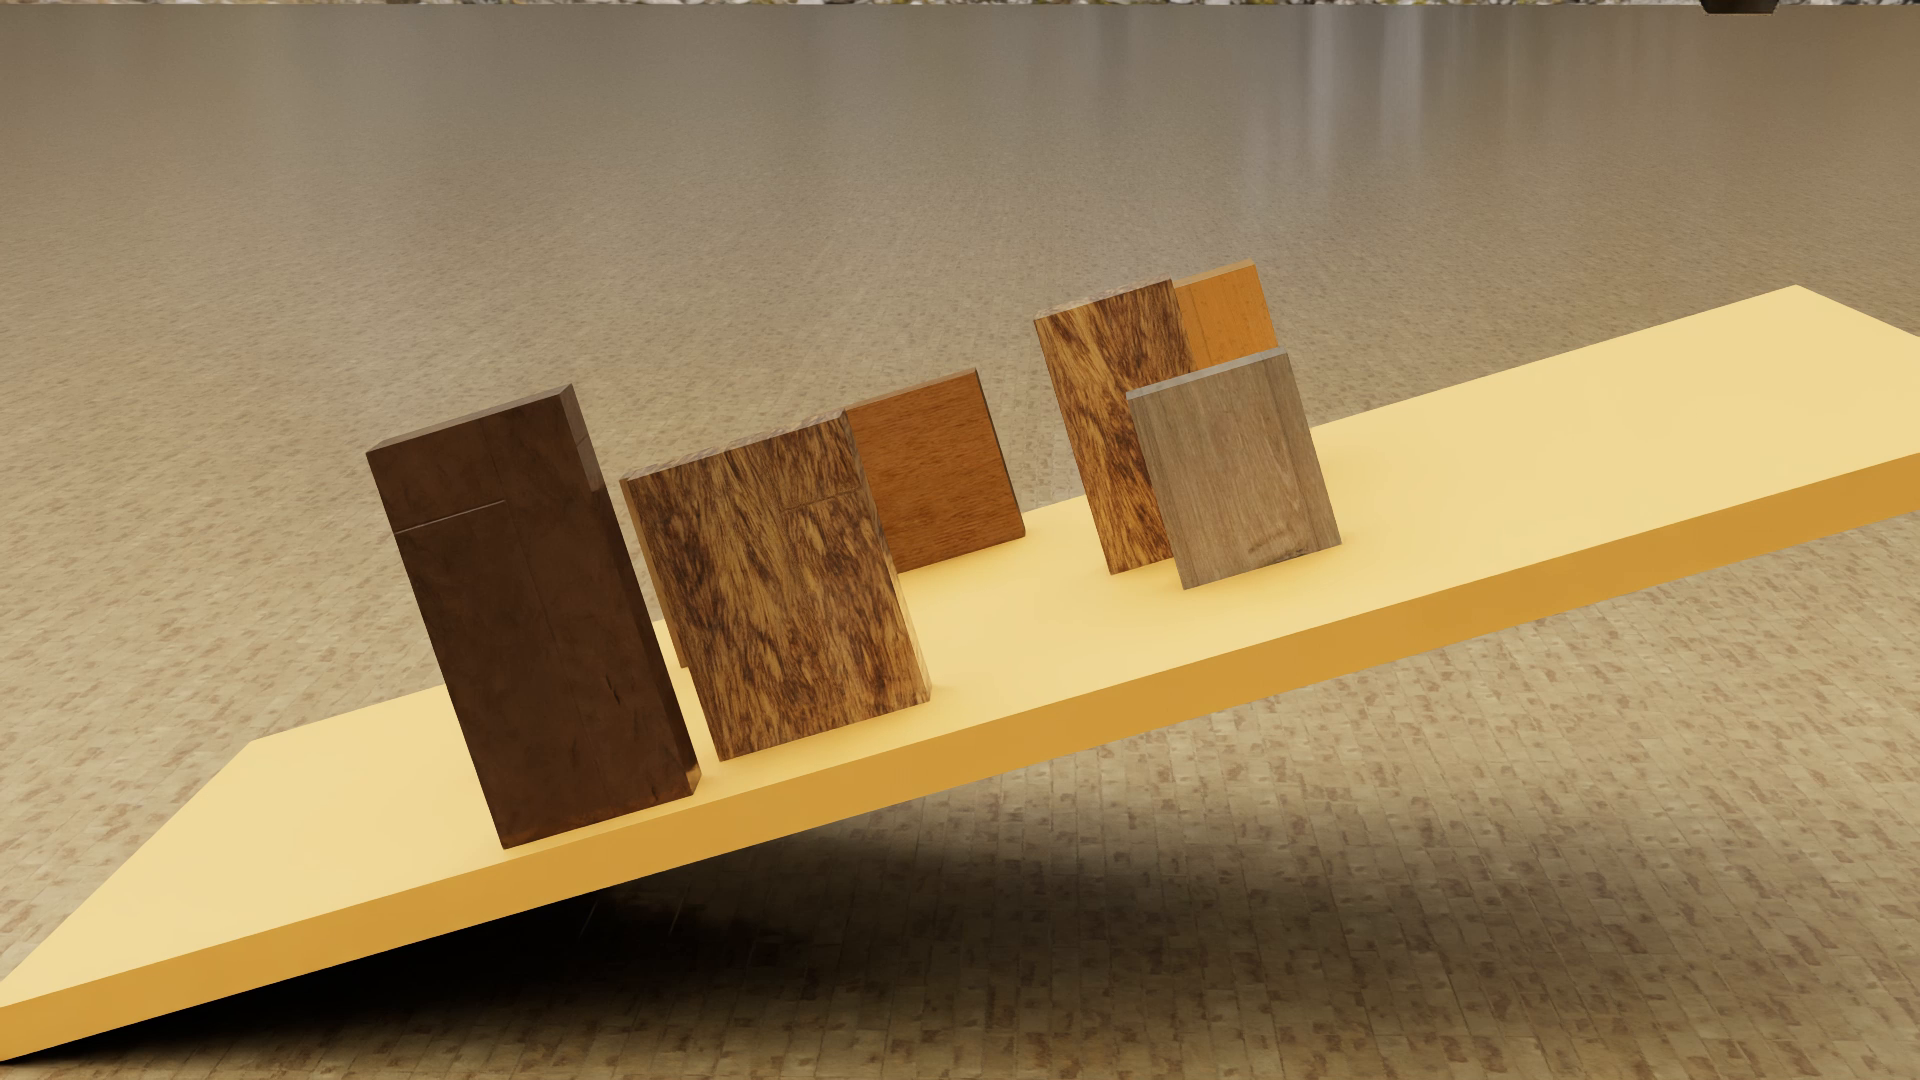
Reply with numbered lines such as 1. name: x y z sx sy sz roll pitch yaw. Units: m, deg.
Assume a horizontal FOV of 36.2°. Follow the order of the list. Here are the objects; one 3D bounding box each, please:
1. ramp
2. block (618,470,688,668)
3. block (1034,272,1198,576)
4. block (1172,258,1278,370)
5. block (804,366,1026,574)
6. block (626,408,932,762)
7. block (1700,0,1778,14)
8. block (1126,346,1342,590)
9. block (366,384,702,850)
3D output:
1. ramp: 0.095 0.185 6.316 4.000 0.100 2.000 -16 10 5
2. block: -0.510 0.015 6.664 0.394 0.453 0.089 -16 10 5
3. block: 0.382 -0.248 6.251 0.300 0.568 0.147 -16 10 5
4. block: 0.609 -0.363 6.712 0.264 0.491 0.146 -16 10 5
5. block: -0.107 -0.150 6.999 0.426 0.410 0.094 -16 10 5
6. block: -0.342 0.086 5.653 0.423 0.573 0.129 -16 10 5
7. block: 1.621 -1.207 6.125 0.153 0.153 0.153 -3 48 -14
8. block: 0.548 -0.145 5.895 0.329 0.401 0.114 -16 10 5
9. block: -0.788 0.144 5.482 0.374 0.786 0.144 -16 10 5
